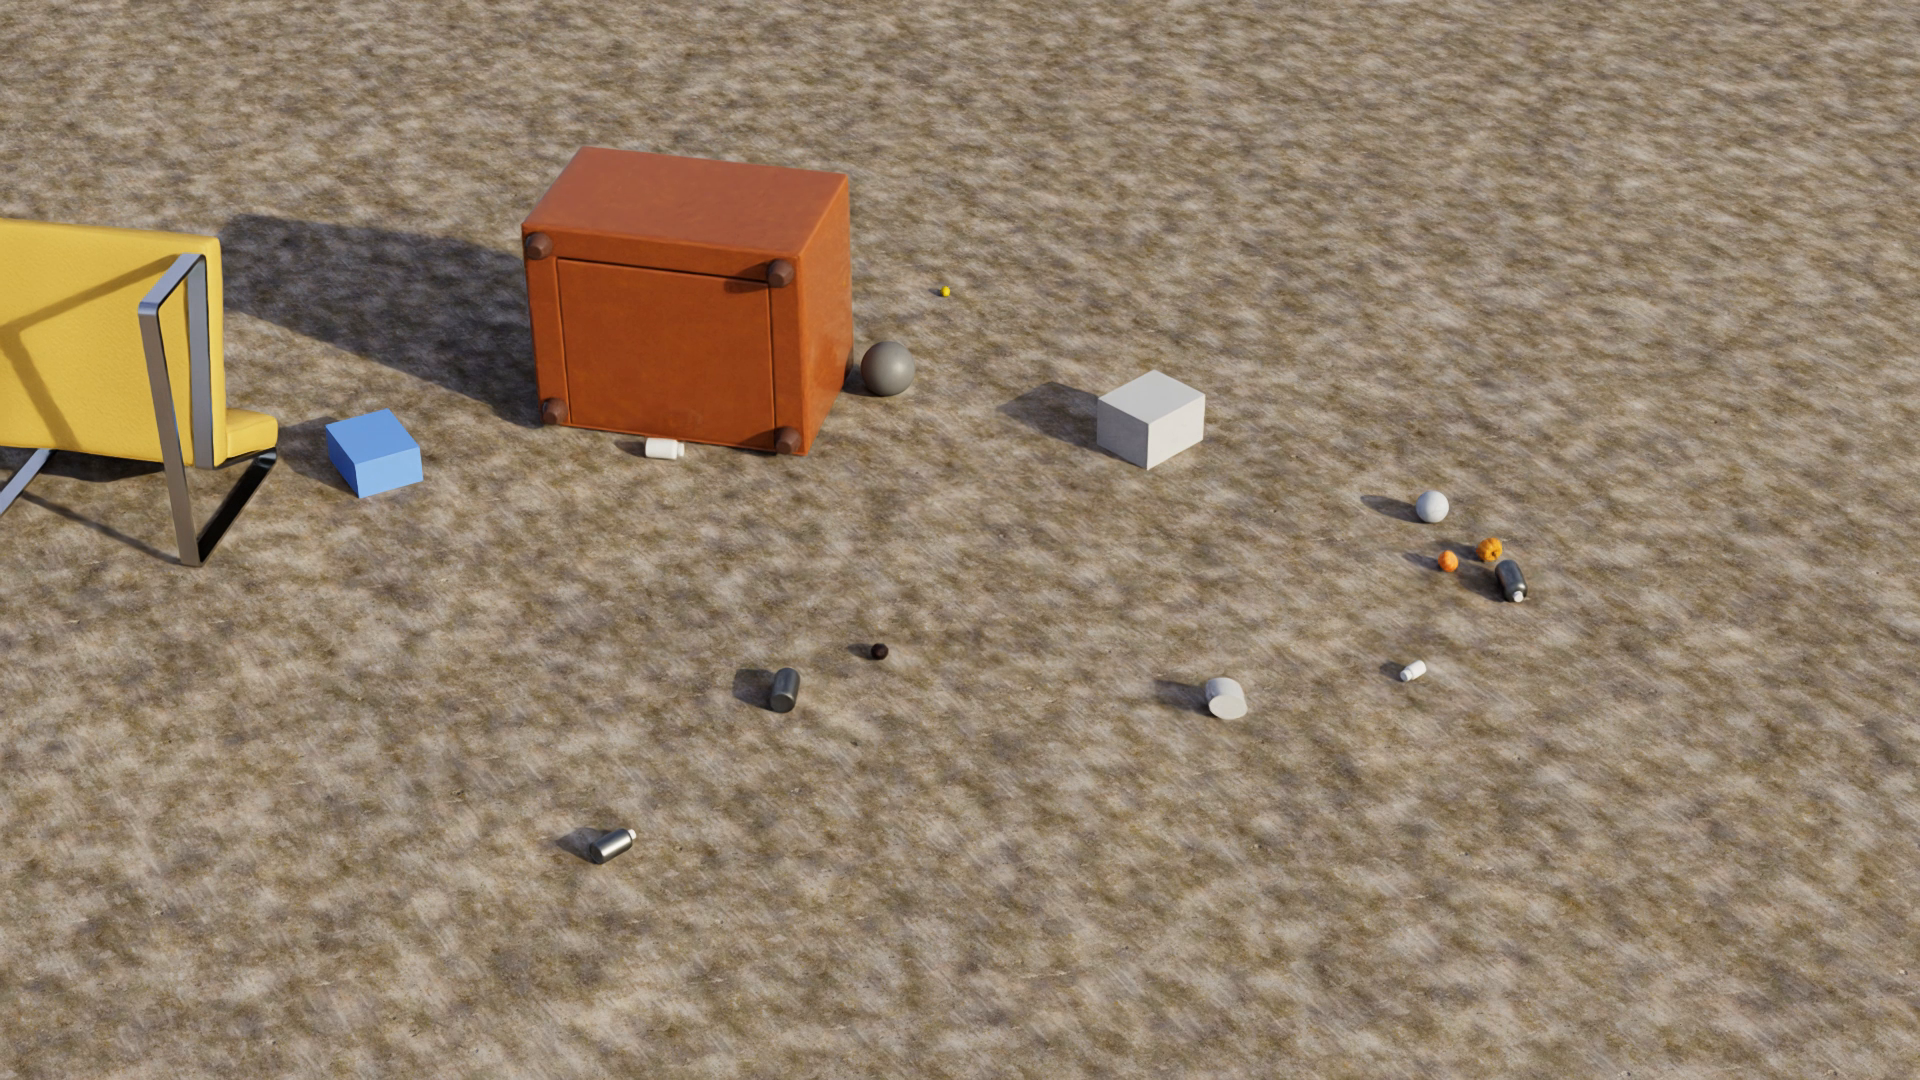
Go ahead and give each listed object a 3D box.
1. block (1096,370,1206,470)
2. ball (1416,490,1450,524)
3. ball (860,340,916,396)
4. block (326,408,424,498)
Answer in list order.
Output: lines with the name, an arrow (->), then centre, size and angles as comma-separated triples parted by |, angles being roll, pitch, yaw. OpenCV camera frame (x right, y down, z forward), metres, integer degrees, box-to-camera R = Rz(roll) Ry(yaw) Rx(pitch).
block -> 0.746, -0.473, 11.473 | 0.323, 0.207, 0.270 | -28, 43, -36
ball -> 1.776, -0.125, 11.021 | 0.124, 0.124, 0.124 | 0, 33, 0
ball -> -0.289, -0.689, 11.788 | 0.222, 0.222, 0.222 | 0, 33, 0
block -> -2.262, -0.336, 11.316 | 0.259, 0.153, 0.331 | -18, 37, -25
